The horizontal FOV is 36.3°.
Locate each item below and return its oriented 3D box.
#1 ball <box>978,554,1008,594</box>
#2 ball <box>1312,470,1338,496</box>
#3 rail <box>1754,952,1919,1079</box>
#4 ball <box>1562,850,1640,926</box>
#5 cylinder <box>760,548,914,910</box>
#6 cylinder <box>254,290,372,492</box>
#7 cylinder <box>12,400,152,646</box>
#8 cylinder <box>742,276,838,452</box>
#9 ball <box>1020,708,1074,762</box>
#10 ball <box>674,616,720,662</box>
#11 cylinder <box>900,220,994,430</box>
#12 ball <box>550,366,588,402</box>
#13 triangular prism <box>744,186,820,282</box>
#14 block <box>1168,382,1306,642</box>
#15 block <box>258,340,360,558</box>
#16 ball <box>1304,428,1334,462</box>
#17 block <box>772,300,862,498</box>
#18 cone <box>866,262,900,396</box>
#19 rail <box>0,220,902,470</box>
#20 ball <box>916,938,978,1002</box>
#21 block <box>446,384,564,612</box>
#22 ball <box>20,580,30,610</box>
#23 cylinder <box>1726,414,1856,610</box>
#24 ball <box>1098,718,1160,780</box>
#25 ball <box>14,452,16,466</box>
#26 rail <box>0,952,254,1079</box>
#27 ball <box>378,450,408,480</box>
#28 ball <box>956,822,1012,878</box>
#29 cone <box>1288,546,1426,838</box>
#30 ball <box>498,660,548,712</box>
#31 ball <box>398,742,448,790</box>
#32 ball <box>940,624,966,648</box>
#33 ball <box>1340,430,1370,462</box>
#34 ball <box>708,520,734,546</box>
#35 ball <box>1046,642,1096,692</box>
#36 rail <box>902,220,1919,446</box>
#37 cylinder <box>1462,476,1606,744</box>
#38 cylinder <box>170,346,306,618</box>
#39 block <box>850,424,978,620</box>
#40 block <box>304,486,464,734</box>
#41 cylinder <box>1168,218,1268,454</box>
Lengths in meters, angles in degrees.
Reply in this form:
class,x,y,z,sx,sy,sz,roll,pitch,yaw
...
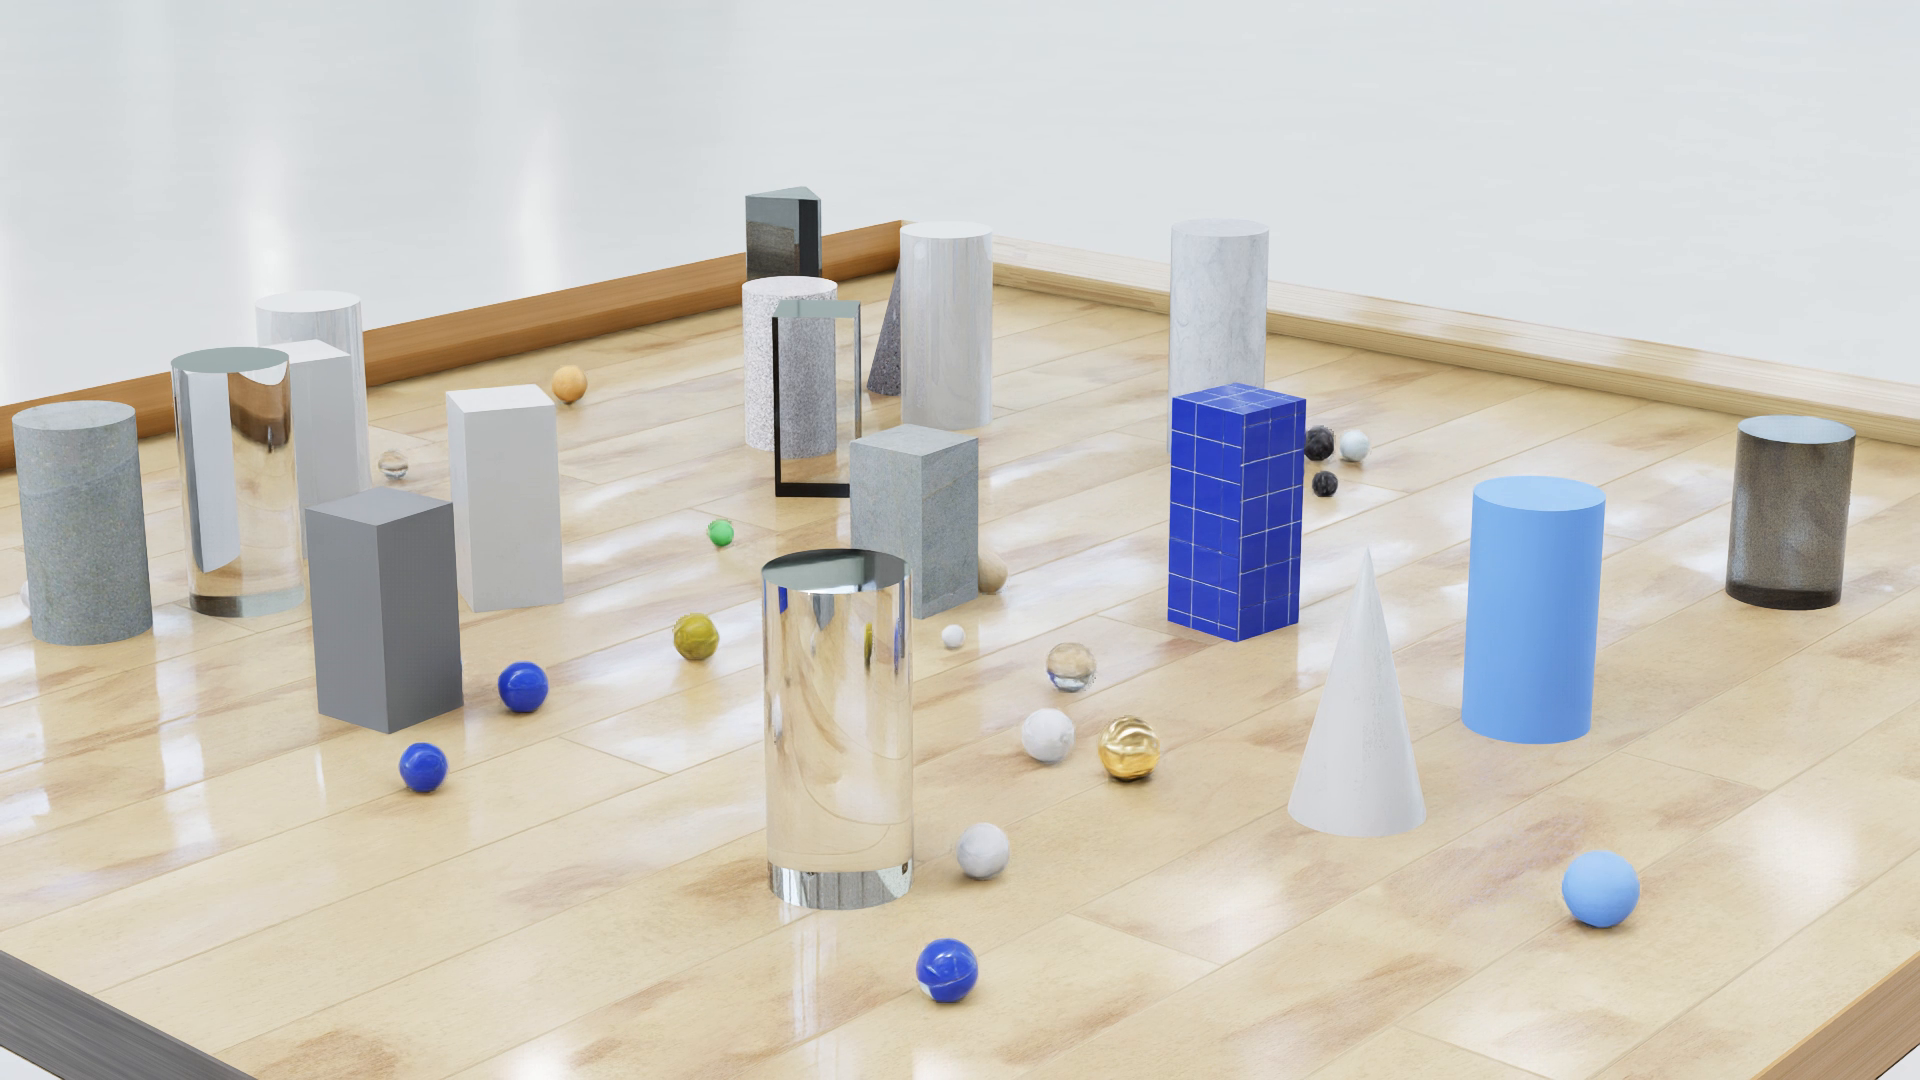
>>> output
class,x,y,z,sx,sy,sz,roll,pitch,yaw
ball,0.049,0.058,5.138,0.070,0.070,0.070,0,17,0
ball,0.713,-0.110,5.730,0.050,0.050,0.050,0,17,0
rail,1.493,0.406,3.879,0.045,0.128,4.128,14,22,39
ball,0.828,0.450,3.788,0.098,0.098,0.098,0,17,0
cylinder,-0.160,0.248,3.872,0.197,0.436,0.197,0,17,0
cylinder,-1.233,-0.258,5.604,0.197,0.405,0.197,0,17,0
cylinder,-1.468,-0.030,4.909,0.197,0.370,0.197,0,17,0
cylinder,-0.351,-0.367,6.098,0.197,0.329,0.197,0,17,0
ball,0.131,0.290,4.351,0.080,0.080,0.080,0,17,0
ball,-0.431,0.160,4.789,0.075,0.075,0.075,0,17,0
cylinder,-0.029,-0.458,6.255,0.197,0.414,0.197,0,17,0
ball,-0.860,-0.343,6.452,0.080,0.080,0.080,0,17,0
triangular prism,-0.362,-0.535,6.430,0.170,0.460,0.148,5,17,15
block,0.465,-0.048,4.934,0.157,0.391,0.157,-15,22,-40
block,-1.208,-0.165,5.365,0.157,0.365,0.157,-11,20,-33
ball,0.729,-0.195,5.979,0.069,0.069,0.069,0,17,0
block,-0.278,-0.278,5.750,0.157,0.359,0.157,1,17,3
cone,-0.112,-0.525,6.547,0.197,0.373,0.197,0,17,0
rail,-1.493,-0.342,6.361,0.045,0.128,4.128,14,22,39
ball,-0.016,0.524,3.579,0.077,0.077,0.077,0,17,0
block,-0.789,-0.074,5.081,0.157,0.355,0.157,-6,18,-20
ball,-1.580,0.093,5.034,0.063,0.063,0.063,0,17,0
cylinder,1.443,-0.049,5.099,0.197,0.297,0.197,0,17,0
ball,0.247,0.305,4.281,0.092,0.092,0.092,0,17,0
ball,-1.875,-0.163,5.895,0.055,0.055,0.055,0,17,0
rail,-1.338,0.477,3.645,4.001,0.128,0.045,14,22,39
ball,-1.130,-0.152,5.851,0.060,0.060,0.060,0,17,0
ball,0.031,0.417,3.938,0.075,0.075,0.075,0,17,0
cone,0.565,0.195,4.116,0.197,0.398,0.197,0,17,0
ball,-0.680,0.227,4.561,0.079,0.079,0.079,0,17,0
ball,-0.777,0.327,4.243,0.071,0.071,0.071,0,17,0
ball,-0.011,0.160,4.851,0.040,0.040,0.040,0,17,0
ball,0.805,-0.192,5.978,0.063,0.063,0.063,0,17,0
ball,-0.440,-0.012,5.409,0.047,0.047,0.047,0,17,0
ball,0.175,0.201,4.646,0.080,0.080,0.080,0,17,0
rail,1.338,-0.413,6.595,4.001,0.128,0.045,14,22,39
cylinder,0.873,0.105,4.469,0.197,0.367,0.197,0,17,0
cylinder,-1.240,-0.101,5.043,0.197,0.429,0.197,0,17,0
block,-0.079,-0.034,5.063,0.157,0.289,0.157,13,21,36
block,-0.887,0.106,4.525,0.157,0.332,0.157,12,21,35
cylinder,0.526,-0.407,5.987,0.197,0.469,0.197,0,17,0
